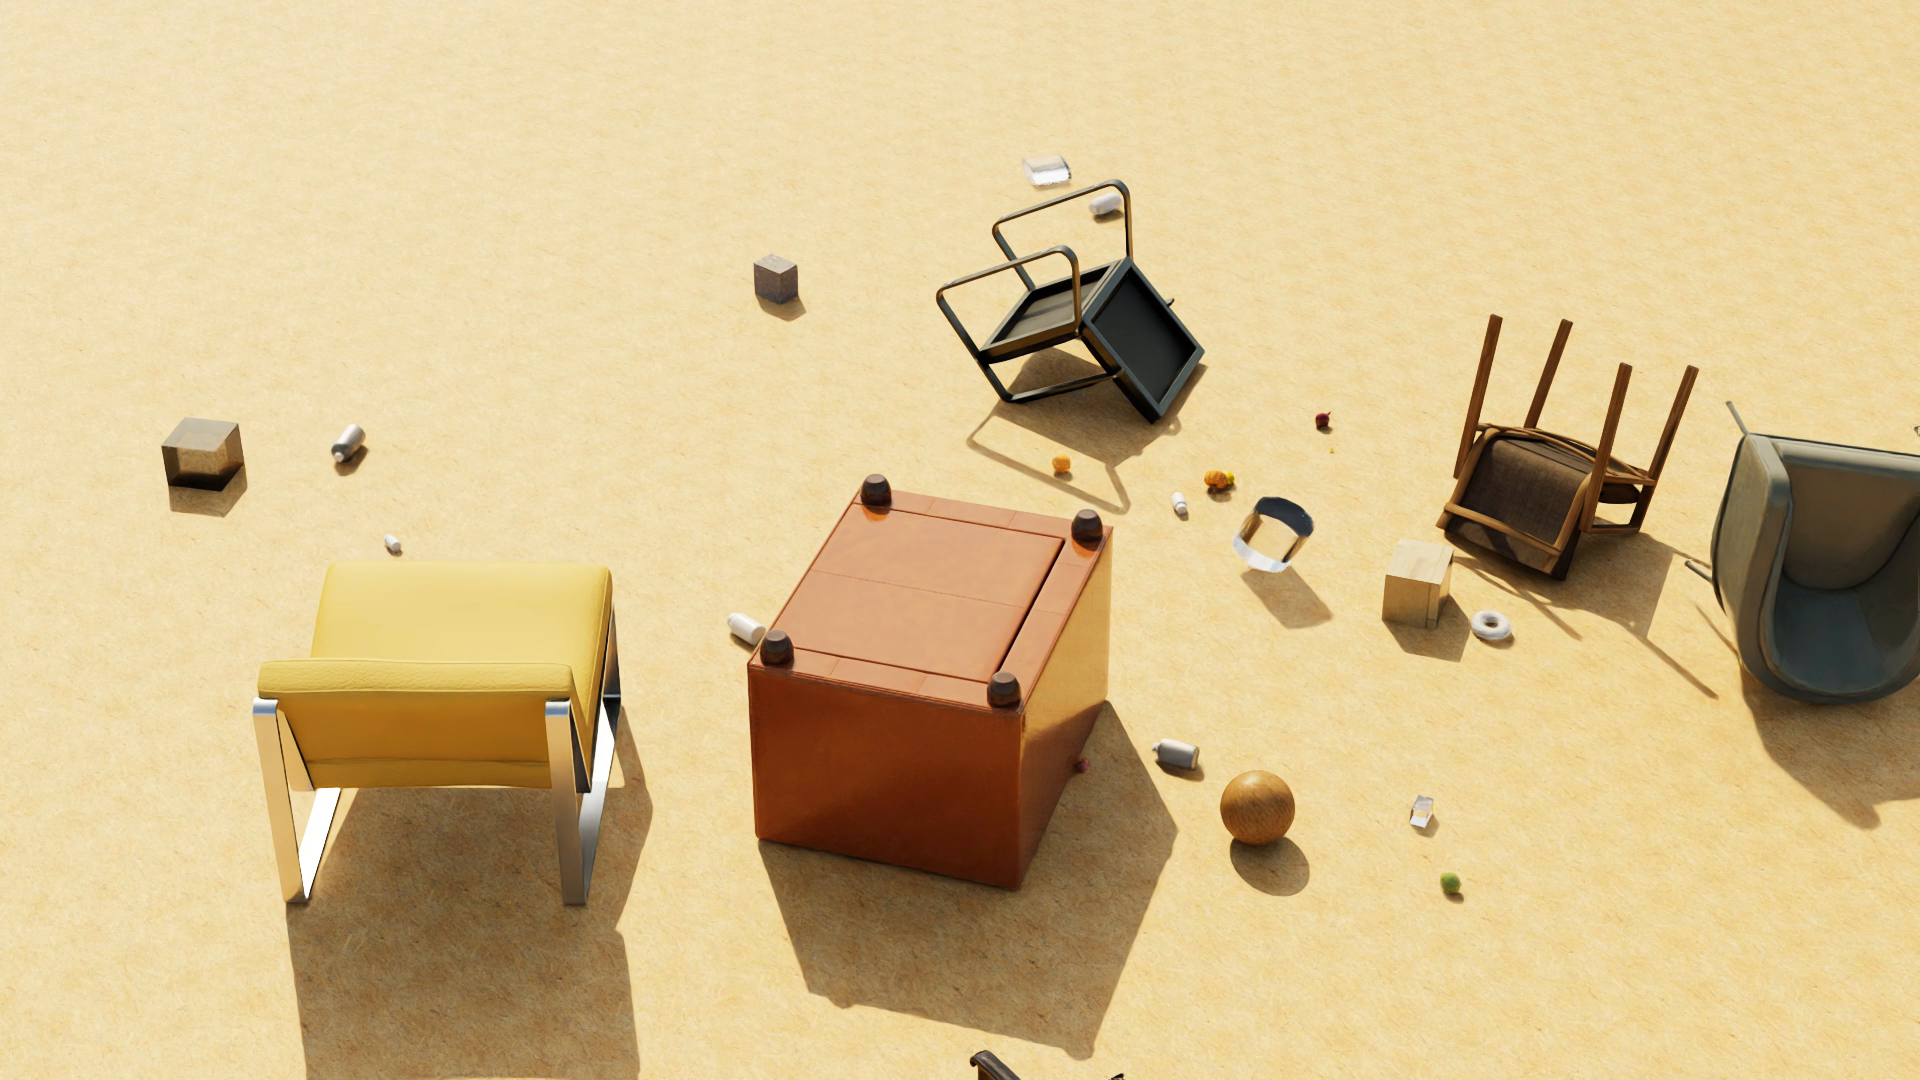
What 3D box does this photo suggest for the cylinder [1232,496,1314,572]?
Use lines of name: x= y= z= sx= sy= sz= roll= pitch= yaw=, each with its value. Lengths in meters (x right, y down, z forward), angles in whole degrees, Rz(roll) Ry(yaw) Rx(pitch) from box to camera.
cylinder: x=1.140 y=-0.021 z=10.685 sx=0.232 sy=0.252 sz=0.152 roll=25 pitch=55 yaw=-3

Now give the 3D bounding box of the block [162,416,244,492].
block: x=-2.912 y=-0.331 z=11.283 sx=0.220 sy=0.180 sz=0.218 roll=7 pitch=34 yaw=10

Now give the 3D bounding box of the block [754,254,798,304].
block: x=-0.784 y=-1.112 z=12.495 sx=0.153 sy=0.150 sz=0.112 roll=25 pitch=41 yaw=32

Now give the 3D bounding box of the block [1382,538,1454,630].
block: x=1.644 y=0.156 z=10.528 sx=0.197 sy=0.197 sz=0.251 roll=11 pitch=35 yaw=16

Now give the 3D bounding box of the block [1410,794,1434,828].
block: x=1.504 y=0.883 z=9.552 sx=0.053 sy=0.059 sz=0.084 roll=15 pitch=36 yaw=21

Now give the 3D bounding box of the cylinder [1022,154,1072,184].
cylinder: x=0.398 y=-1.703 z=13.458 sx=0.176 sy=0.072 sz=0.192 roll=-10 pitch=44 yaw=-15

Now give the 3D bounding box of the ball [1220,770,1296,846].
ball: x=0.956 y=0.860 z=9.419 sx=0.242 sy=0.242 sz=0.242 roll=0 pitch=33 yaw=0

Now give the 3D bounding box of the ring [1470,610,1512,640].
ring: x=1.890 y=0.304 z=10.437 sx=0.136 sy=0.043 sz=0.161 roll=-22 pitch=39 yaw=-20
